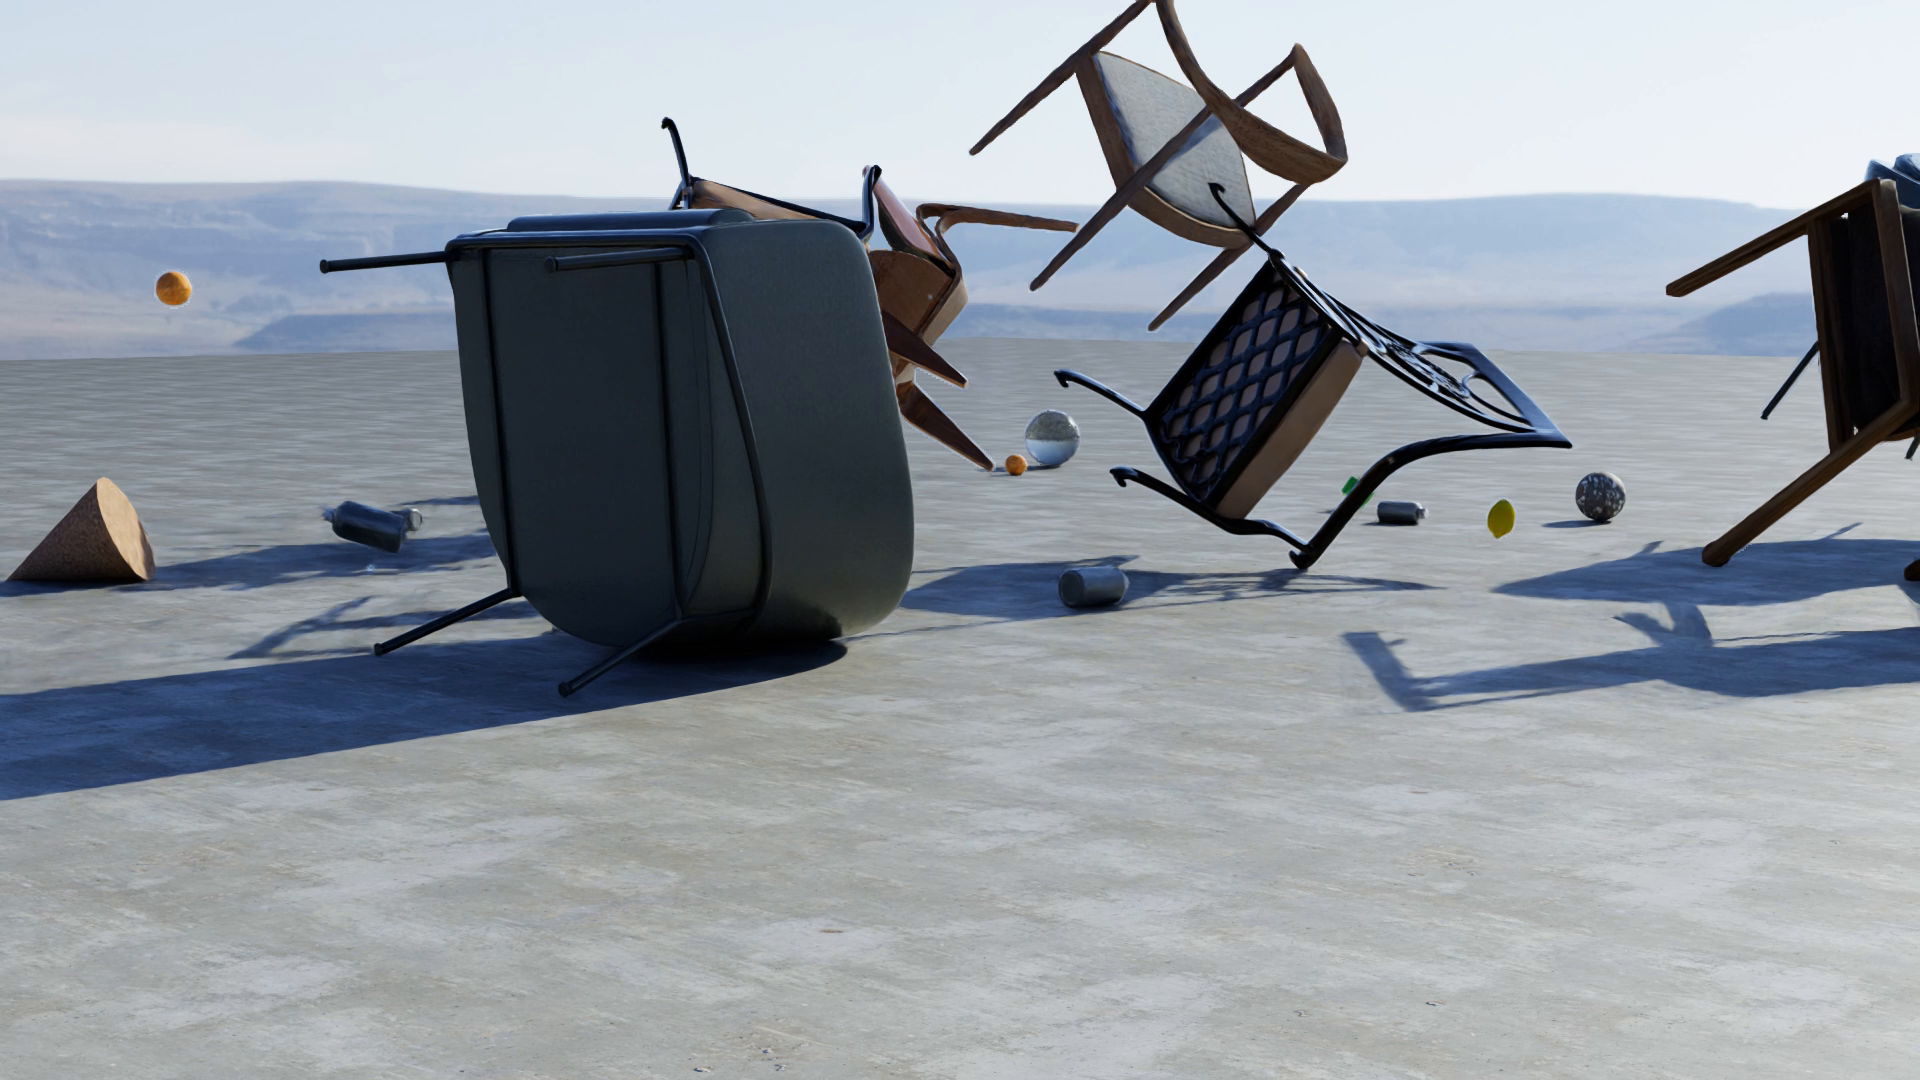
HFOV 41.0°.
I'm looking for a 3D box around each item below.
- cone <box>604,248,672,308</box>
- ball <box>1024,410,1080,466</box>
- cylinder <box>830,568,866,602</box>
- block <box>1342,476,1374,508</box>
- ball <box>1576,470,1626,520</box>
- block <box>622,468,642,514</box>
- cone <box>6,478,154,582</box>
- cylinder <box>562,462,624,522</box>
[{"bbox_3d":[-0.774,-0.661,6.337,0.151,0.147,0.159,-18,54,-38],"label":"cone"},{"bbox_3d":[0.320,-0.353,8.896,0.193,0.193,0.193,0,6,0],"label":"ball"},{"bbox_3d":[-0.225,0.091,5.169,0.069,0.064,0.064,6,-1,-33],"label":"cylinder"},{"bbox_3d":[1.124,-0.135,7.259,0.054,0.050,0.076,38,0,30],"label":"block"},{"bbox_3d":[1.726,-0.119,6.911,0.134,0.134,0.134,0,6,0],"label":"ball"},{"bbox_3d":[-0.985,-0.138,7.191,0.137,0.115,0.148,-4,7,-32],"label":"block"},{"bbox_3d":[-1.936,0.032,5.554,0.283,0.242,0.273,-24,-1,-2],"label":"cone"},{"bbox_3d":[-0.981,-0.128,6.848,0.148,0.180,0.128,-1,41,-14],"label":"cylinder"}]
